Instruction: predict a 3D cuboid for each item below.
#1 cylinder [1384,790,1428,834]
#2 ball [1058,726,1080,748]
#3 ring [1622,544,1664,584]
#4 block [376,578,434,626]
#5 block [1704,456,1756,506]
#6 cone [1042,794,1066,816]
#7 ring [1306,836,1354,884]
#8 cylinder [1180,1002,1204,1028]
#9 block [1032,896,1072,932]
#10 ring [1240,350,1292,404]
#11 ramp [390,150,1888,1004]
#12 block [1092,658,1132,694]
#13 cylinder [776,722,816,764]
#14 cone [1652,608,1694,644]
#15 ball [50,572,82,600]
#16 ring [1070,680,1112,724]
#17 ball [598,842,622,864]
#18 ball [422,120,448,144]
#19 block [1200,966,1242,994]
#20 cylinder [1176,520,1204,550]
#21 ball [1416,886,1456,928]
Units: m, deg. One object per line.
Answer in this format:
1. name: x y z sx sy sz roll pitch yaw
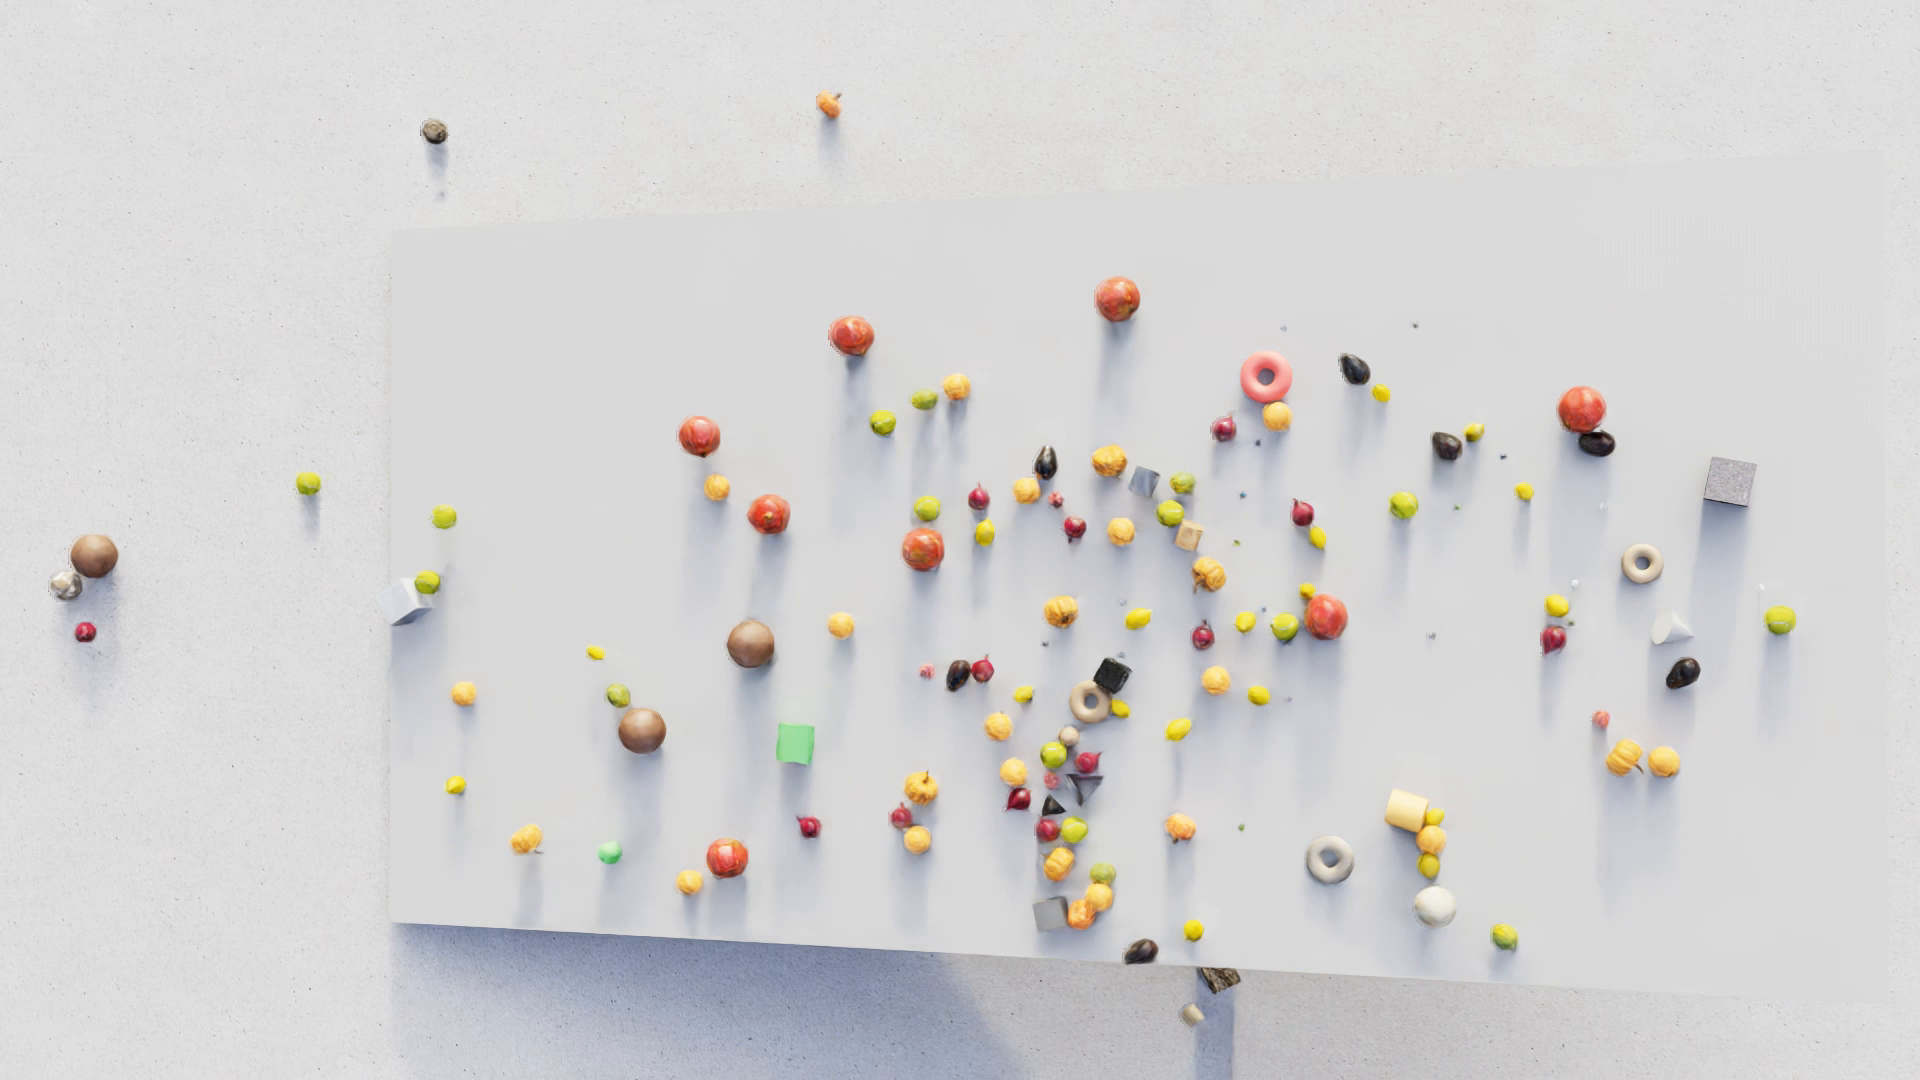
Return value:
1. cylinder: 1.102 0.670 5.428 0.087 0.087 0.087 16 89 17
2. ball: 0.284 0.512 5.708 0.054 0.054 0.054 0 89 0
3. ring: 1.643 0.056 5.293 0.098 0.033 0.098 -1 88 17
4. block: -1.587 0.177 6.285 0.096 0.096 0.096 -33 80 15
5. block: 1.821 -0.138 5.204 0.100 0.100 0.100 12 93 17
6. cone: 0.252 0.700 5.730 0.059 0.059 0.059 21 89 -10
7. ring: 0.926 0.800 5.507 0.122 0.041 0.122 0 90 18
8. cylinder: 0.668 1.370 6.339 0.052 0.052 0.052 -40 77 -1
9. block: 0.239 0.969 5.705 0.073 0.073 0.073 -14 85 17
10. ring: 0.775 -0.414 5.570 0.135 0.045 0.135 0 90 17
11. ramp: 0.275 0.093 5.797 4.000 0.100 2.000 0 89 18
12. block: 0.393 0.349 5.669 0.067 0.067 0.067 30 98 16
13. cylinder: -0.442 0.546 5.913 0.098 0.098 0.098 5 89 0
14. cone: 1.721 0.218 5.262 0.089 0.089 0.089 18 89 -10
15. ball: -2.602 0.134 6.408 0.086 0.086 0.086 0 89 0
16. ring: 0.339 0.420 5.700 0.115 0.038 0.115 -1 88 18
17. ball: -0.971 0.867 6.097 0.063 0.063 0.063 0 89 0
18. ball: -1.536 -1.193 6.435 0.070 0.070 0.070 0 89 0
19. block: 0.754 1.253 6.390 0.089 0.089 0.089 -24 89 0
20. cylinder: 0.585 -0.012 5.611 0.058 0.058 0.058 18 110 0
21. ball: 1.162 0.897 5.370 0.100 0.100 0.100 0 89 0
